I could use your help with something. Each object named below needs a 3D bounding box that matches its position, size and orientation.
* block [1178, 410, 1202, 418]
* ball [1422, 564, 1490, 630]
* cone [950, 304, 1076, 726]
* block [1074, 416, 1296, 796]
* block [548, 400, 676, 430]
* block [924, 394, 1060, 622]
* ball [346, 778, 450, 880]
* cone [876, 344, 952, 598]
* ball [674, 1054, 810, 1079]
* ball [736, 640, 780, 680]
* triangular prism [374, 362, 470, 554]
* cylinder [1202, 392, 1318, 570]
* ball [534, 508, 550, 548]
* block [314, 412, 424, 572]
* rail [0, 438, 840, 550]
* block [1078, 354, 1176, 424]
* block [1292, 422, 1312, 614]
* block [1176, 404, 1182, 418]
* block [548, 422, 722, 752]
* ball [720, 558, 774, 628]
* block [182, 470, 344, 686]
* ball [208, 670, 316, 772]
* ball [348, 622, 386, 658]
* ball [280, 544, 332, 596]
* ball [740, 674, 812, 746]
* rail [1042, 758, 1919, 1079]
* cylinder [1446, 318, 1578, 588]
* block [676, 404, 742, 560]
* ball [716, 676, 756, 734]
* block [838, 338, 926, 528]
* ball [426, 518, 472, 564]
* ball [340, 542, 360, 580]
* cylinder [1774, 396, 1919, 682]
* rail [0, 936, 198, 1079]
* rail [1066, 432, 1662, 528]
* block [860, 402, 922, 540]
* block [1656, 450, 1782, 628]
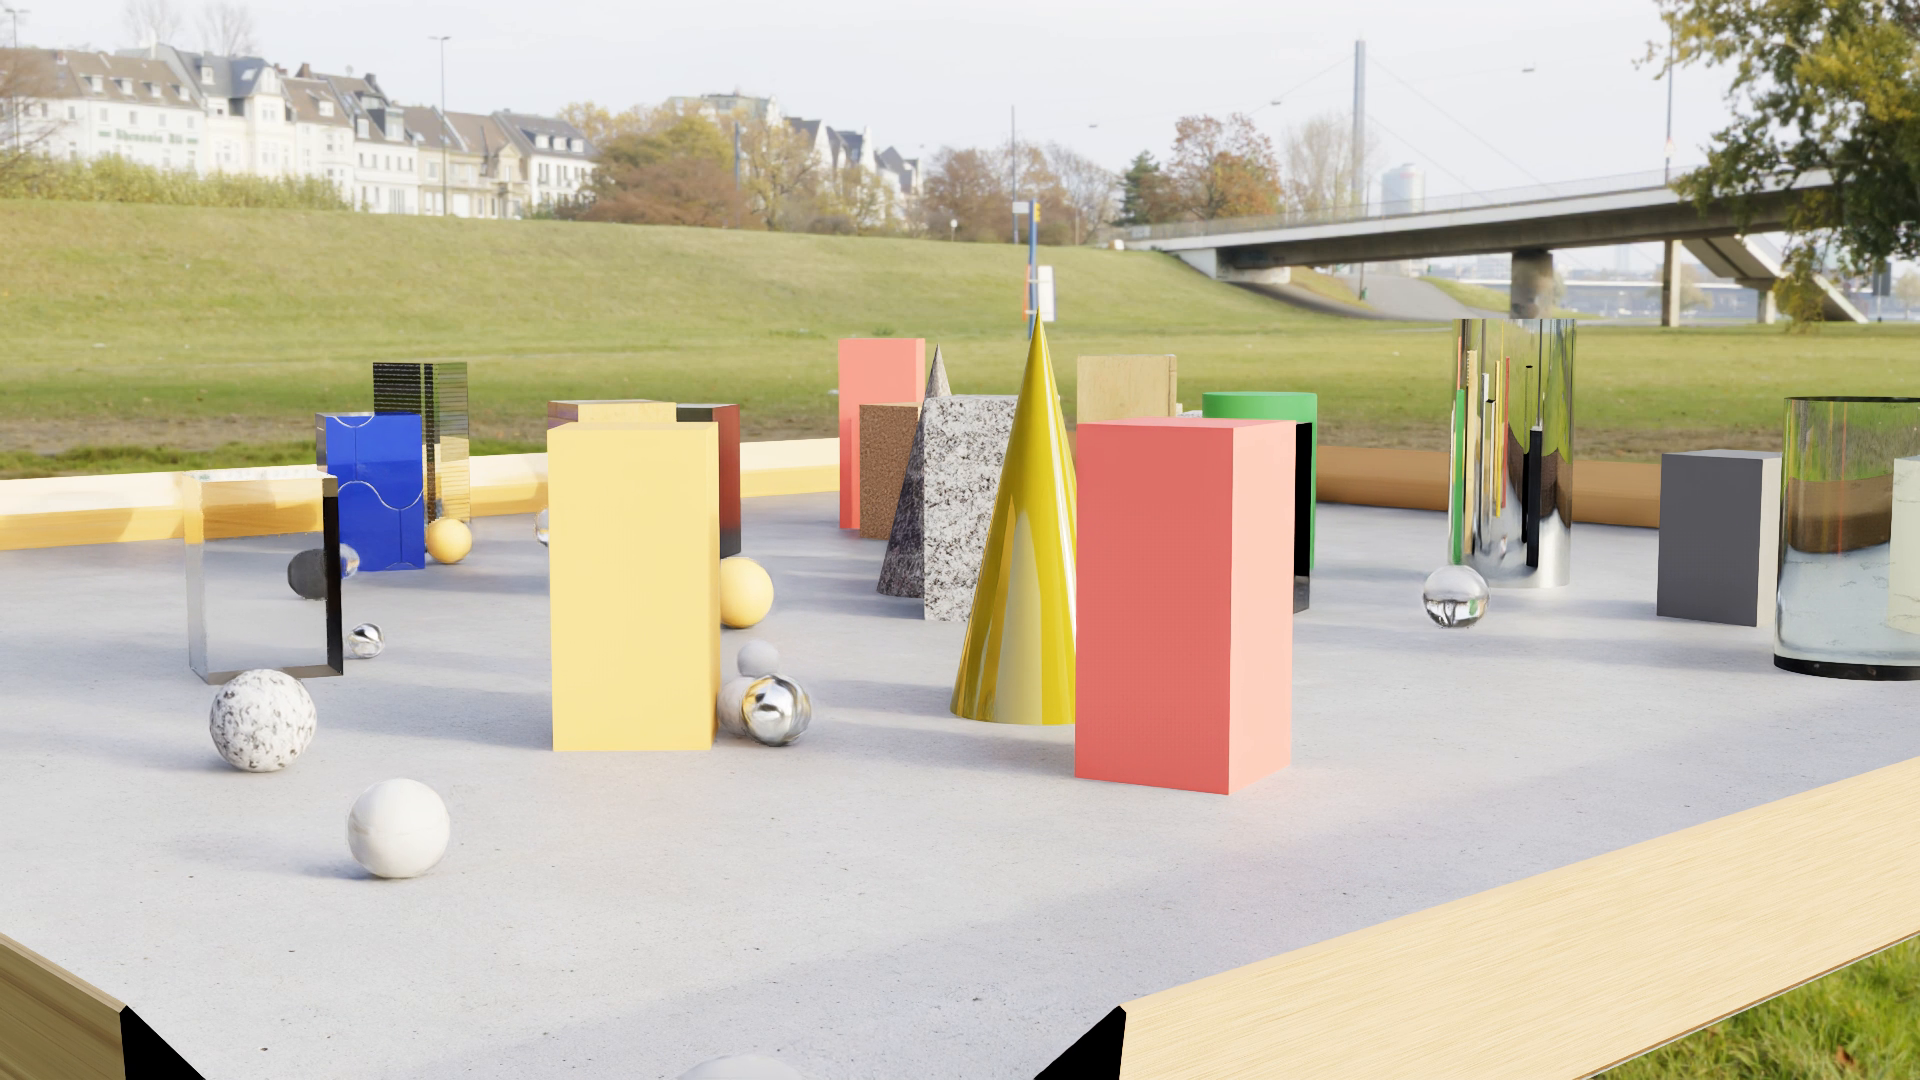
[{"bbox_3d":[0.523,-0.131,4.367,0.158,0.243,0.158,2,6,16],"label":"block"},{"bbox_3d":[0.692,0.080,3.073,0.092,0.092,0.092,0,6,0],"label":"ball"},{"bbox_3d":[0.087,-0.036,2.444,0.198,0.452,0.198,0,6,0],"label":"cone"},{"bbox_3d":[0.217,0.056,2.116,0.158,0.338,0.158,3,7,29],"label":"block"},{"bbox_3d":[-0.551,-0.068,3.486,0.158,0.301,0.158,-3,7,-27],"label":"block"},{"bbox_3d":[0.048,-0.049,3.209,0.158,0.319,0.158,2,6,17],"label":"block"},{"bbox_3d":[-0.442,0.227,1.729,0.079,0.079,0.079,0,6,0],"label":"ball"},{"bbox_3d":[-0.035,-0.116,3.487,0.198,0.396,0.198,0,6,0],"label":"cone"},{"bbox_3d":[-0.102,0.290,1.025,0.099,0.099,0.099,0,6,0],"label":"ball"},{"bbox_3d":[-0.242,0.145,2.634,0.053,0.053,0.053,0,6,0],"label":"ball"},{"bbox_3d":[-0.980,-0.159,4.123,0.171,0.348,0.148,4,7,35],"label":"triangular prism"},{"bbox_3d":[0.518,-0.104,3.822,0.198,0.301,0.198,0,6,0],"label":"cylinder"},{"bbox_3d":[-0.754,-0.022,4.109,0.080,0.080,0.080,0,6,0],"label":"ball"},{"bbox_3d":[-1.027,-0.086,3.825,0.158,0.266,0.158,-2,6,-23],"label":"block"},{"bbox_3d":[-1.184,-0.100,4.608,3.733,0.128,0.045,-5,8,-42],"label":"rail"},{"bbox_3d":[0.271,-0.117,3.606,0.158,0.372,0.158,0,6,3],"label":"block"},{"bbox_3d":[0.416,-0.033,3.249,0.158,0.279,0.158,3,7,28],"label":"block"},{"bbox_3d":[0.351,-0.156,4.547,0.158,0.255,0.158,-2,6,-22],"label":"block"},{"bbox_3d":[-0.336,0.044,2.294,0.158,0.325,0.158,0,6,-2],"label":"block"},{"bbox_3d":[-0.311,0.075,3.091,0.097,0.097,0.097,0,6,0],"label":"ball"},{"bbox_3d":[-0.860,0.041,2.712,0.158,0.243,0.158,-3,7,-27],"label":"block"},{"bbox_3d":[-0.676,0.175,2.131,0.099,0.099,0.099,0,6,0],"label":"ball"},{"bbox_3d":[-0.760,0.129,2.820,0.046,0.046,0.046,0,6,0],"label":"ball"},{"bbox_3d":[-1.026,0.047,3.450,0.079,0.079,0.079,0,6,0],"label":"ball"},{"bbox_3d":[-0.189,0.175,2.256,0.073,0.073,0.073,0,6,0],"label":"ball"},{"bbox_3d":[1.184,0.167,2.056,3.733,0.128,0.045,-5,8,-42],"label":"rail"},{"bbox_3d":[0.905,-0.147,3.609,0.198,0.431,0.198,0,6,0],"label":"cylinder"},{"bbox_3d":[-0.498,-0.107,3.988,0.158,0.274,0.158,1,6,12],"label":"block"},{"bbox_3d":[-0.227,0.174,2.317,0.060,0.060,0.060,0,6,0],"label":"ball"},{"bbox_3d":[-0.160,-0.223,4.557,0.158,0.386,0.158,1,6,6],"label":"block"},{"bbox_3d":[-0.900,0.002,3.875,0.080,0.080,0.080,0,6,0],"label":"ball"},{"bbox_3d":[-1.028,0.035,3.648,0.062,0.062,0.062,0,6,0],"label":"ball"},{"bbox_3d":[1.122,-0.007,2.731,0.198,0.335,0.198,0,6,0],"label":"cylinder"},{"bbox_3d":[-1.354,0.163,2.089,0.045,0.128,3.540,-5,8,-42],"label":"rail"},{"bbox_3d":[1.354,-0.096,4.575,0.045,0.128,3.540,-5,8,-42],"label":"rail"},{"bbox_3d":[-0.086,-0.136,4.319,0.158,0.261,0.158,5,8,42],"label":"block"},{"bbox_3d":[1.131,-0.007,3.200,0.158,0.237,0.158,-5,8,-41],"label":"block"}]
